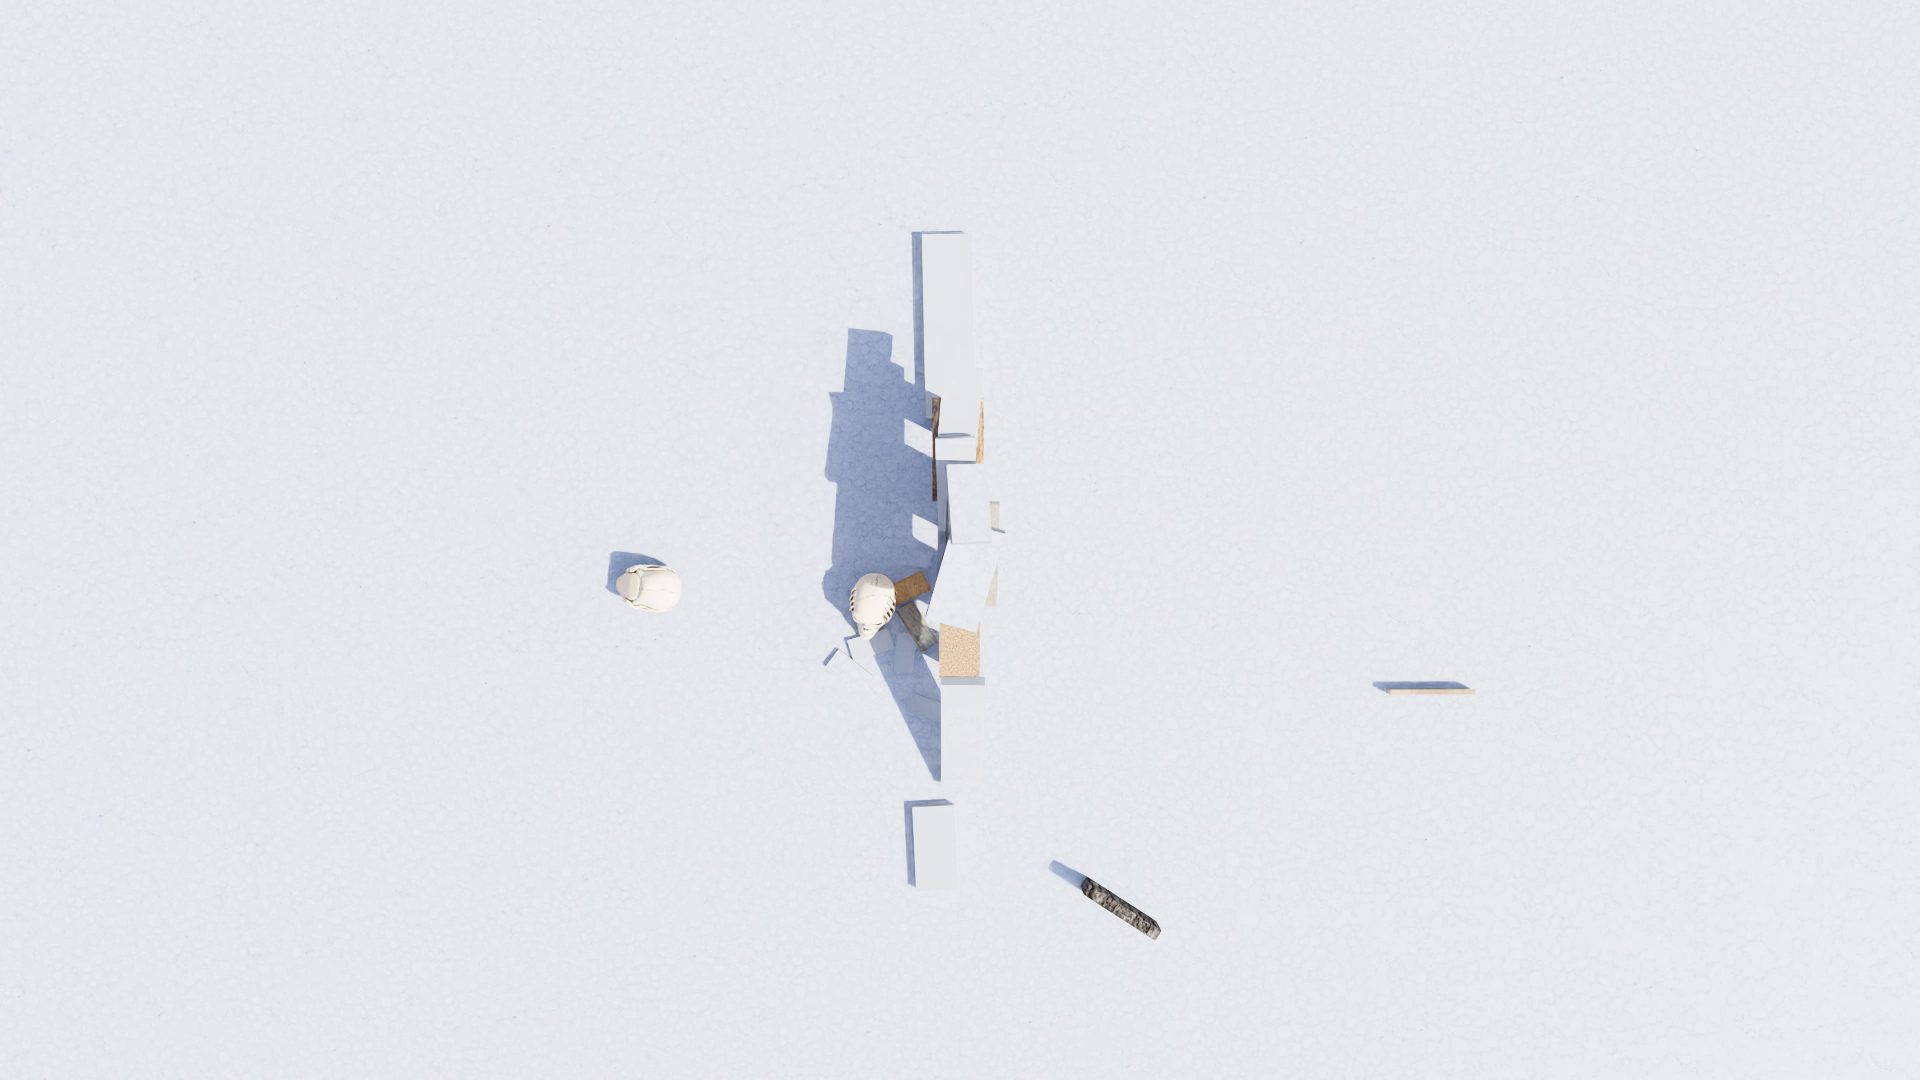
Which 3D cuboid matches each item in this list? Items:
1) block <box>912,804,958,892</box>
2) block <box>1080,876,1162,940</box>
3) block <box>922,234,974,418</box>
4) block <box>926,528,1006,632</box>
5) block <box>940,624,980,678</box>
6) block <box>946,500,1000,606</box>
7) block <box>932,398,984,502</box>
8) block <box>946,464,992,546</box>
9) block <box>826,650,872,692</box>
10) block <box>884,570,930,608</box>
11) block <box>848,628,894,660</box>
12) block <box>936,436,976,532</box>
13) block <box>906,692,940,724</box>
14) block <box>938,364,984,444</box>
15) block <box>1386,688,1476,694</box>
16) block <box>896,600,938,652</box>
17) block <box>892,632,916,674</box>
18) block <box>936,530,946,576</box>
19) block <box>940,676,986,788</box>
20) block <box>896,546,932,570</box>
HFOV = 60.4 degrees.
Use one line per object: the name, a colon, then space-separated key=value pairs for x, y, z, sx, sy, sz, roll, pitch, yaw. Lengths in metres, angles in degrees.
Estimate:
block: x=-0.082 y=1.021 z=5.480 sx=0.139 sy=0.039 sz=0.277 roll=-3 pitch=90 yaw=0
block: x=0.529 y=1.212 z=5.431 sx=0.277 sy=0.139 sz=0.039 roll=33 pitch=90 yaw=0
block: x=-0.038 y=-0.709 z=5.477 sx=0.163 sy=0.046 sz=0.606 roll=-1 pitch=90 yaw=0
block: x=0.016 y=0.107 z=5.086 sx=0.163 sy=0.046 sz=0.327 roll=15 pitch=104 yaw=-4
block: x=-0.001 y=0.307 z=5.225 sx=0.128 sy=0.036 sz=0.257 roll=1 pitch=90 yaw=0
block: x=0.036 y=0.042 z=5.116 sx=0.163 sy=0.046 sz=0.327 roll=1 pitch=105 yaw=-1
block: x=-0.006 y=-0.283 z=5.156 sx=0.161 sy=0.046 sz=0.321 roll=0 pitch=90 yaw=0
block: x=0.026 y=-0.109 z=5.019 sx=0.122 sy=0.035 sz=0.245 roll=-2 pitch=76 yaw=-9
block: x=-0.368 y=0.435 z=5.490 sx=0.142 sy=0.020 sz=0.071 roll=38 pitch=90 yaw=0
block: x=-0.176 y=0.164 z=5.490 sx=0.142 sy=0.020 sz=0.071 roll=-25 pitch=90 yaw=0
block: x=-0.296 y=0.347 z=5.490 sx=0.142 sy=0.020 sz=0.071 roll=-17 pitch=90 yaw=0
block: x=-0.010 y=-0.174 z=5.101 sx=0.122 sy=0.035 sz=0.290 roll=-2 pitch=105 yaw=0
block: x=-0.107 y=0.560 z=5.491 sx=0.132 sy=0.019 sz=0.066 roll=19 pitch=90 yaw=0
block: x=0.001 y=-0.415 z=5.116 sx=0.122 sy=0.035 sz=0.245 roll=5 pitch=90 yaw=0
block: x=1.561 y=0.502 z=5.471 sx=0.279 sy=0.059 sz=0.017 roll=0 pitch=90 yaw=0
block: x=-0.141 y=0.287 z=5.477 sx=0.066 sy=0.019 sz=0.161 roll=-32 pitch=90 yaw=-25
block: x=-0.183 y=0.376 z=5.491 sx=0.066 sy=0.019 sz=0.132 roll=9 pitch=90 yaw=0
block: x=-0.001 y=0.035 z=5.198 sx=0.141 sy=0.040 sz=0.282 roll=1 pitch=90 yaw=0
block: x=0.008 y=0.625 z=5.337 sx=0.139 sy=0.039 sz=0.468 roll=0 pitch=129 yaw=0
block: x=-0.153 y=0.060 z=5.492 sx=0.117 sy=0.017 sz=0.059 roll=9 pitch=90 yaw=0
